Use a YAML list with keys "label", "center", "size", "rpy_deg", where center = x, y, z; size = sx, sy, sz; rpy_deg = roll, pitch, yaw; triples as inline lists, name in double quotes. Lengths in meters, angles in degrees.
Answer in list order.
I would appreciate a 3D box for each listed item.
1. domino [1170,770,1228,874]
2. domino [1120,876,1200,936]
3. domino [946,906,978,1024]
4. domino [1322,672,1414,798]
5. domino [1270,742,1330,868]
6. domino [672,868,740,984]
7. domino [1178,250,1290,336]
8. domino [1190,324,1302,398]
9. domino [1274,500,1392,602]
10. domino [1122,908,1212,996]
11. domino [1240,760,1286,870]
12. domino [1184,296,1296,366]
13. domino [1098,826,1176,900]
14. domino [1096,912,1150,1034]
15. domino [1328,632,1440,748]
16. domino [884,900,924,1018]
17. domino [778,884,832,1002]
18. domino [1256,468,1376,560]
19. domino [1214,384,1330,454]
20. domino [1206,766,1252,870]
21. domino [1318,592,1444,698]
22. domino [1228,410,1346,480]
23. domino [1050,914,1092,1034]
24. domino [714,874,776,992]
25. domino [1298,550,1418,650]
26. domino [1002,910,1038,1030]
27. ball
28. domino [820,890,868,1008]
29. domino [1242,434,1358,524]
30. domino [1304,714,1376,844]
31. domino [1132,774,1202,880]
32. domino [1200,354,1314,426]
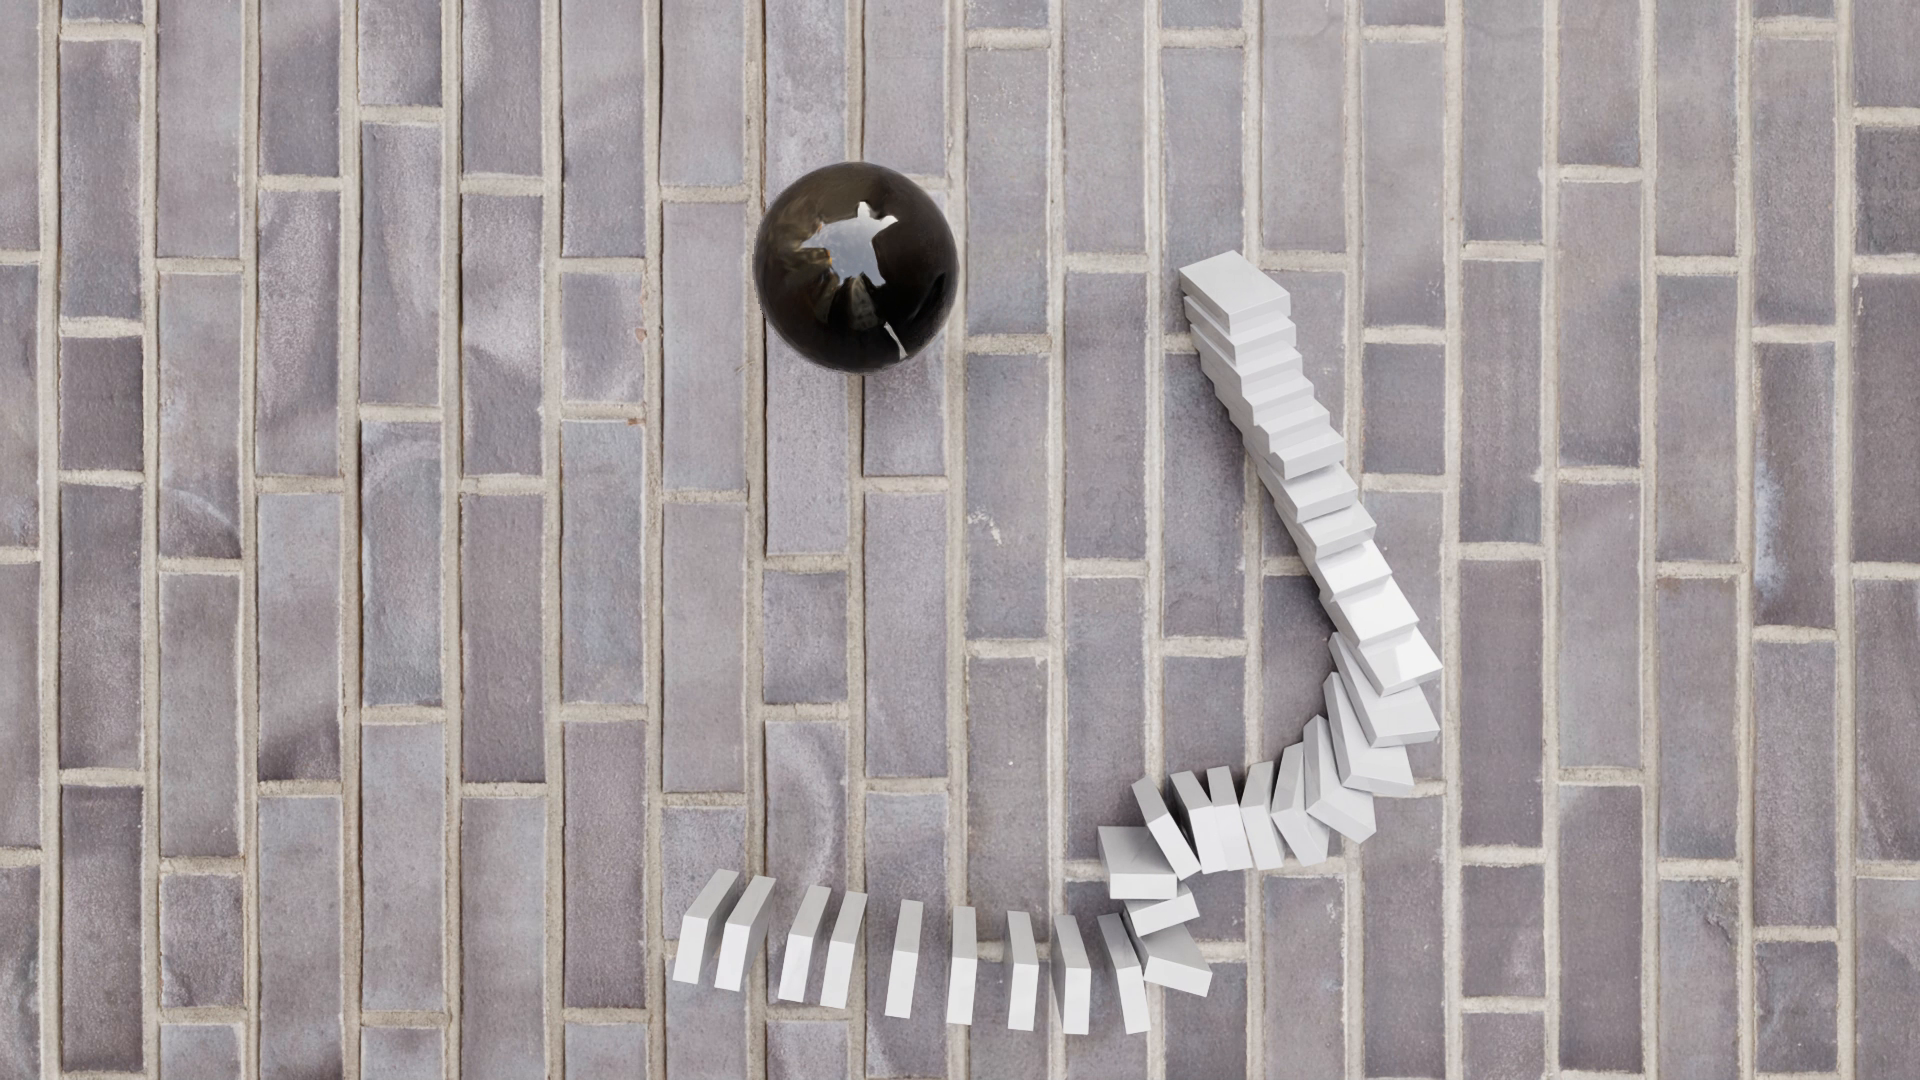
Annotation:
- label: "domino"
  center: [0.097, 0.114, 0.375]
  size: [0.009, 0.050, 0.025]
  rpy_deg: [-13, 90, 5]
- label: "domino"
  center: [0.078, 0.143, 0.375]
  size: [0.025, 0.050, 0.009]
  rpy_deg: [-19, 90, 0]
- label: "domino"
  center: [0.001, 0.172, 0.375]
  size: [0.010, 0.050, 0.025]
  rpy_deg: [5, 90, 0]
- label: "domino"
  center: [0.168, 0.080, 0.379]
  size: [0.025, 0.009, 0.050]
  rpy_deg: [10, 45, 0]
- label: "domino"
  center: [0.141, 0.107, 0.376]
  size: [0.009, 0.050, 0.025]
  rpy_deg: [-31, 94, 31]
- label: "domino"
  center: [-0.103, 0.157, 0.375]
  size: [0.009, 0.050, 0.025]
  rpy_deg: [10, 90, 0]
- label: "domino"
  center: [0.112, -0.103, 0.378]
  size: [0.025, 0.050, 0.010]
  rpy_deg: [-19, 128, 0]
- label: "domino"
  center: [0.117, -0.078, 0.377]
  size: [0.025, 0.050, 0.010]
  rpy_deg: [-19, 128, 0]
- label: "domino"
  center: [0.155, -0.001, 0.384]
  size: [0.025, 0.010, 0.050]
  rpy_deg: [-20, 61, 0]
- label: "domino"
  center: [0.083, 0.167, 0.375]
  size: [0.025, 0.050, 0.010]
  rpy_deg: [15, 90, 0]
- label: "domino"
  center: [0.125, 0.112, 0.375]
  size: [0.009, 0.050, 0.025]
  rpy_deg: [-17, 90, 24]
- label: "domino"
  center: [0.114, -0.090, 0.377]
  size: [0.025, 0.050, 0.010]
  rpy_deg: [-19, 128, 0]
- label: "domino"
  center: [0.071, 0.131, 0.374]
  size: [0.025, 0.050, 0.009]
  rpy_deg: [0, 93, 3]
- label: "domino"
  center: [0.066, 0.176, 0.375]
  size: [0.009, 0.050, 0.025]
  rpy_deg: [-9, 90, 0]
- label: "domino"
  center: [0.175, 0.060, 0.380]
  size: [0.025, 0.010, 0.050]
  rpy_deg: [-7, 50, 0]
- label: "domino"
  center: [-0.022, 0.170, 0.375]
  size: [0.009, 0.050, 0.025]
  rpy_deg: [8, 90, 0]
- label: "domino"
  center: [-0.063, 0.164, 0.375]
  size: [0.010, 0.050, 0.025]
  rpy_deg: [10, 90, 0]
- label: "domino"
  center: [0.147, -0.018, 0.381]
  size: [0.025, 0.009, 0.050]
  rpy_deg: [-20, 52, 0]
- label: "domino"
  center: [0.127, -0.056, 0.377]
  size: [0.025, 0.050, 0.010]
  rpy_deg: [-20, 128, 0]
- label: "domino"
  center: [0.110, 0.112, 0.375]
  size: [0.010, 0.050, 0.025]
  rpy_deg: [-13, 90, 13]
- label: "domino"
  center: [0.174, 0.038, 0.382]
  size: [0.025, 0.009, 0.050]
  rpy_deg: [-20, 55, 0]
- label: "domino"
  center: [0.133, -0.046, 0.378]
  size: [0.025, 0.050, 0.009]
  rpy_deg: [-19, 128, 0]
- label: "domino"
  center: [0.045, 0.176, 0.375]
  size: [0.010, 0.050, 0.025]
  rpy_deg: [3, 90, 0]
- label: "domino"
  center: [-0.087, 0.159, 0.375]
  size: [0.009, 0.050, 0.025]
  rpy_deg: [10, 90, 0]
- label: "domino"
  center: [0.165, 0.018, 0.383]
  size: [0.025, 0.009, 0.050]
  rpy_deg: [-20, 59, 0]
- label: "domino"
  center: [0.024, 0.175, 0.375]
  size: [0.010, 0.050, 0.025]
  rpy_deg: [5, 90, 0]
- label: "ball"
  center: [-0.040, -0.106, 0.360]
  size: [0.080, 0.080, 0.080]
  rpy_deg: [0, 90, 0]
- label: "domino"
  center: [-0.047, 0.166, 0.375]
  size: [0.010, 0.050, 0.025]
  rpy_deg: [9, 90, 0]
- label: "domino"
  center: [0.140, -0.031, 0.380]
  size: [0.025, 0.009, 0.050]
  rpy_deg: [-19, 48, 1]
- label: "domino"
  center: [0.155, 0.097, 0.377]
  size: [0.025, 0.050, 0.009]
  rpy_deg: [31, 125, 0]
- label: "domino"
  center: [0.084, 0.116, 0.375]
  size: [0.010, 0.050, 0.025]
  rpy_deg: [-31, 90, 4]
- label: "domino"
  center: [0.121, -0.067, 0.377]
  size: [0.025, 0.050, 0.010]
  rpy_deg: [-19, 128, 0]
